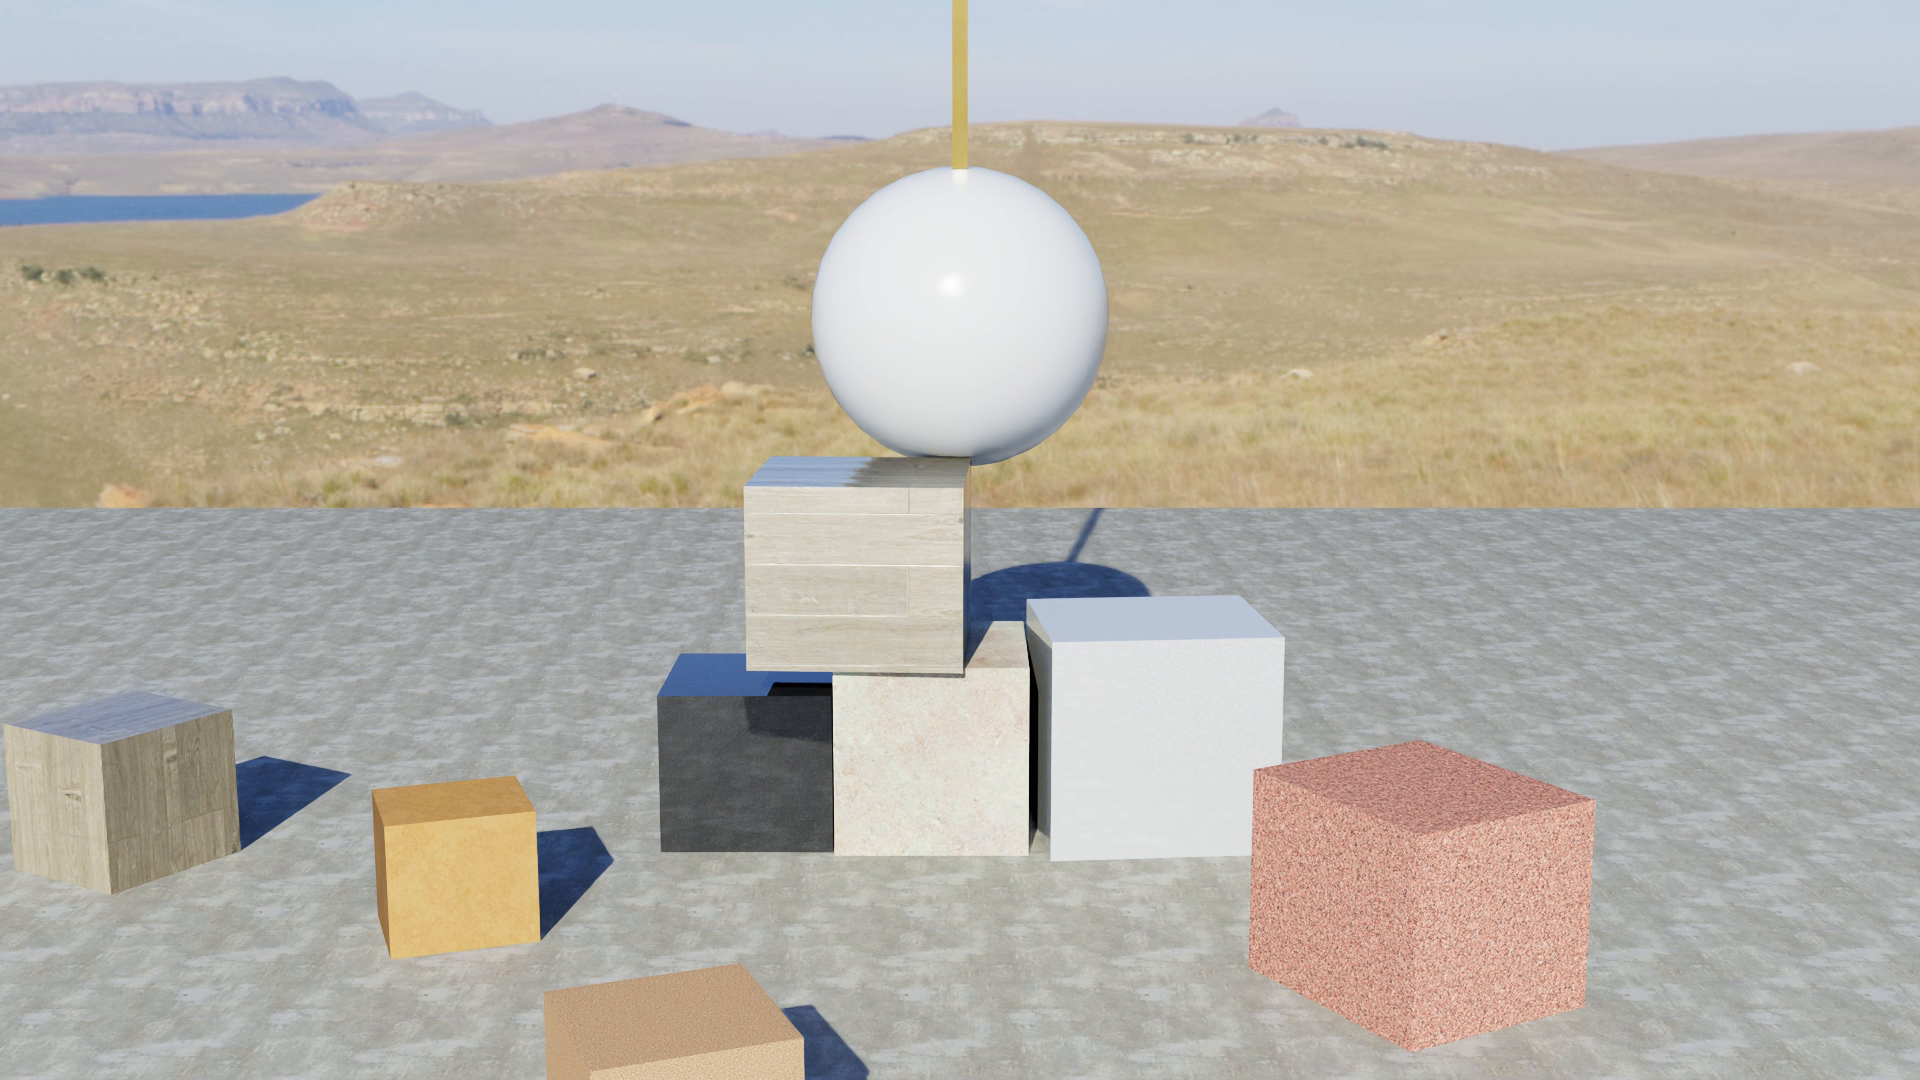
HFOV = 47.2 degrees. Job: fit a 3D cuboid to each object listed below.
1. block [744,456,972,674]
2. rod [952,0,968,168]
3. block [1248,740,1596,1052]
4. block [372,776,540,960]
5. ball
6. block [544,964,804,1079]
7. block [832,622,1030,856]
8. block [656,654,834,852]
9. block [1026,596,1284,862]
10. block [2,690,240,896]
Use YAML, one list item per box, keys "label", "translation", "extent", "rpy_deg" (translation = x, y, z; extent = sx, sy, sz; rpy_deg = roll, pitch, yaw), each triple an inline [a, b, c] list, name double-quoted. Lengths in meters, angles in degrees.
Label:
- label: "block"
  translation: [-0.490, 0.103, 11.108]
  extent: [1.055, 0.908, 1.016]
  rpy_deg: [1, 10, 2]
- label: "rod"
  translation: [0.000, -4.426, 10.721]
  extent: [0.080, 5.200, 0.080]
  rpy_deg: [0, 18, 0]
- label: "block"
  translation: [1.903, 1.443, 9.164]
  extent: [0.926, 0.882, 1.041]
  rpy_deg: [-6, 12, -29]
- label: "block"
  translation: [-2.267, 1.457, 9.874]
  extent: [0.647, 0.600, 0.587]
  rpy_deg: [-4, 11, -20]
- label: "ball"
  translation: [0.000, -1.189, 11.761]
  extent: [1.600, 1.600, 1.600]
  rpy_deg: [0, 10, 0]
- label: "block"
  translation: [-0.967, 1.892, 7.396]
  extent: [0.703, 0.630, 0.711]
  rpy_deg: [-4, 11, -22]
- label: "block"
  translation: [-0.142, 1.003, 11.374]
  extent: [0.963, 0.957, 1.068]
  rpy_deg: [0, 10, 0]
- label: "block"
  translation: [-1.064, 1.083, 11.366]
  extent: [0.860, 0.803, 0.919]
  rpy_deg: [0, 10, 0]
- label: "block"
  translation: [0.971, 0.940, 11.304]
  extent: [1.146, 1.107, 1.025]
  rpy_deg: [-1, 10, -5]
- label: "block"
  translation: [-4.107, 1.221, 10.804]
  extent: [0.722, 0.732, 0.767]
  rpy_deg: [6, 12, 31]
